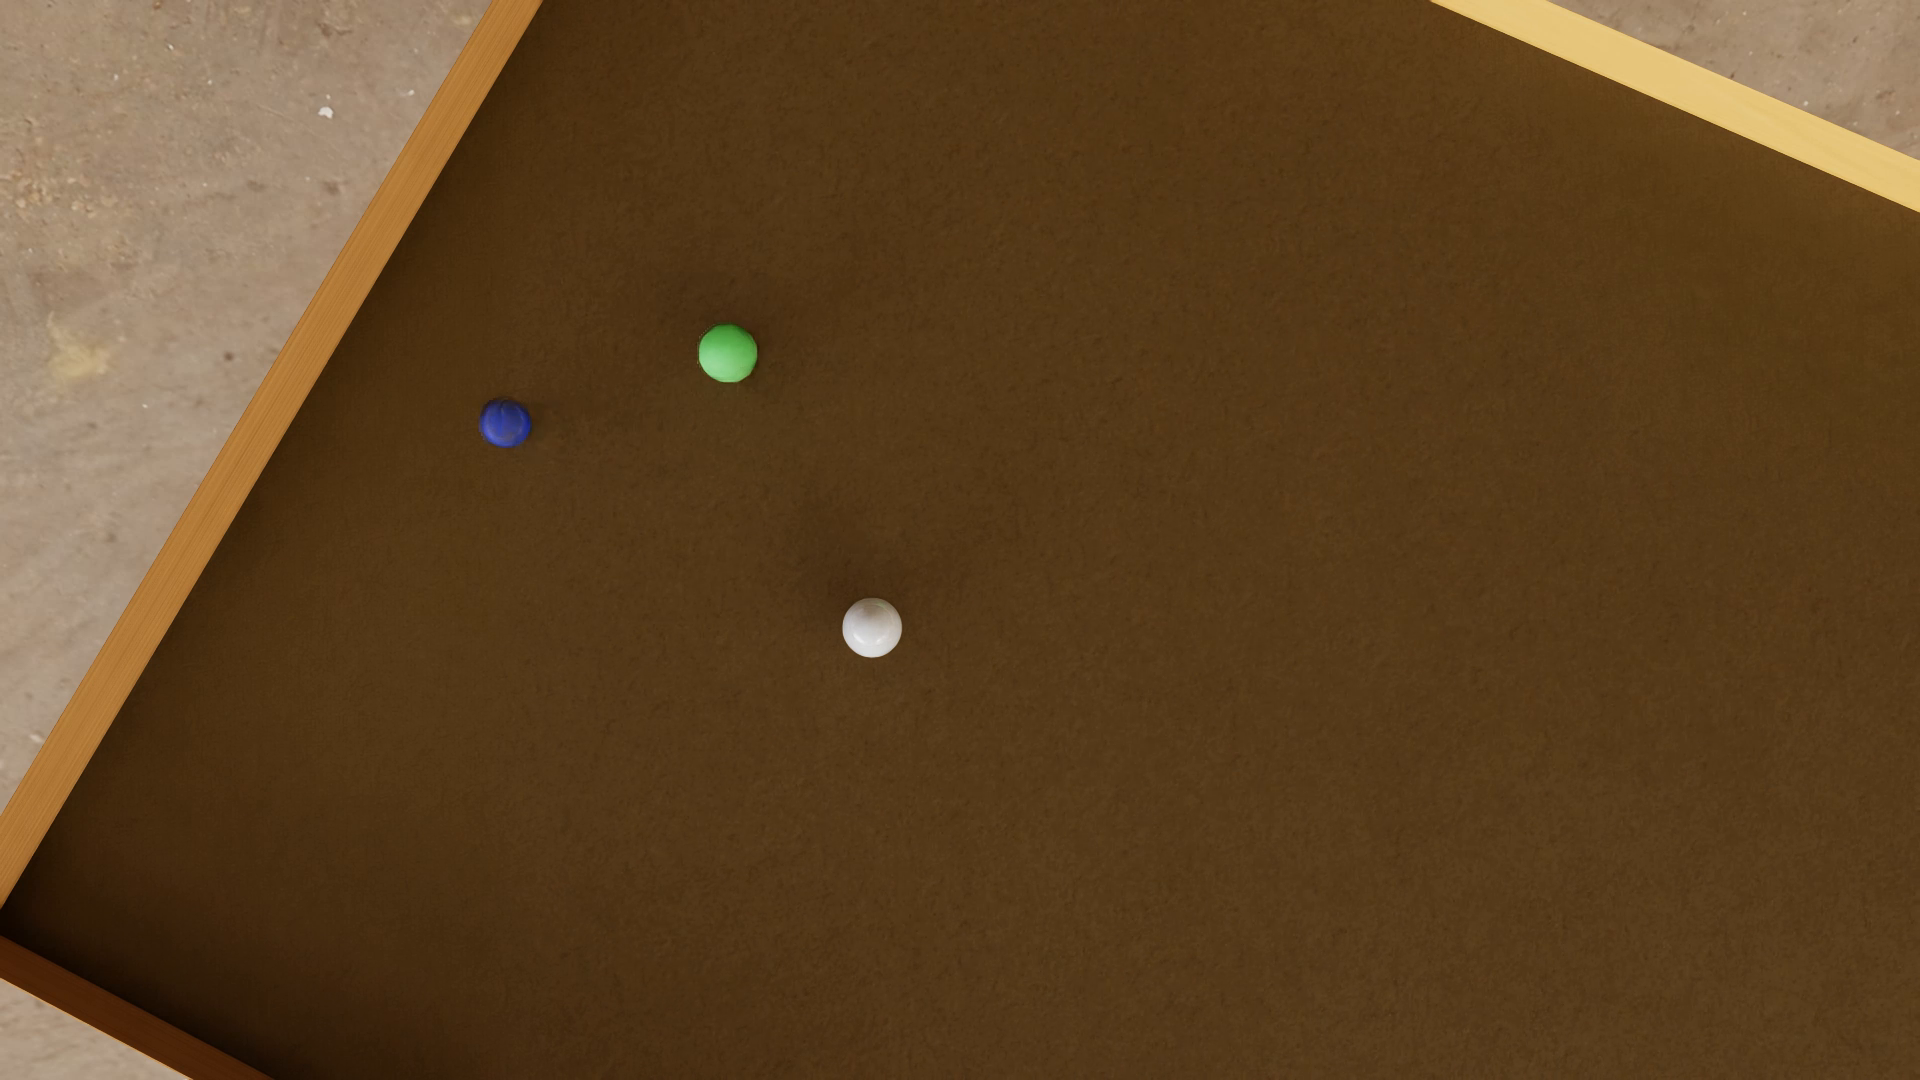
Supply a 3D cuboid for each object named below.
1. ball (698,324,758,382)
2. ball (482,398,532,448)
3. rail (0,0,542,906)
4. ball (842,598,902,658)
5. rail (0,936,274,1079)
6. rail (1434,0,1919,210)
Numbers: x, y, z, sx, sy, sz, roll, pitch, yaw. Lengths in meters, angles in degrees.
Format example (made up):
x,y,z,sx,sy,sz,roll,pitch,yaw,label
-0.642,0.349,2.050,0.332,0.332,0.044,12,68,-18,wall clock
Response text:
x,y,z,sx,sy,sz,roll,pitch,yaw,label
-0.360,-0.290,3.411,0.092,0.092,0.092,0,75,0,ball
-0.699,-0.180,3.390,0.076,0.076,0.076,0,75,0,ball
-0.919,-0.440,3.436,0.045,0.119,2.375,25,77,6,rail
-0.132,0.132,3.300,0.090,0.090,0.090,0,75,0,ball
0.427,1.452,2.934,4.188,0.119,0.045,25,77,6,rail
1.453,-0.568,3.470,4.188,0.119,0.045,25,77,6,rail
